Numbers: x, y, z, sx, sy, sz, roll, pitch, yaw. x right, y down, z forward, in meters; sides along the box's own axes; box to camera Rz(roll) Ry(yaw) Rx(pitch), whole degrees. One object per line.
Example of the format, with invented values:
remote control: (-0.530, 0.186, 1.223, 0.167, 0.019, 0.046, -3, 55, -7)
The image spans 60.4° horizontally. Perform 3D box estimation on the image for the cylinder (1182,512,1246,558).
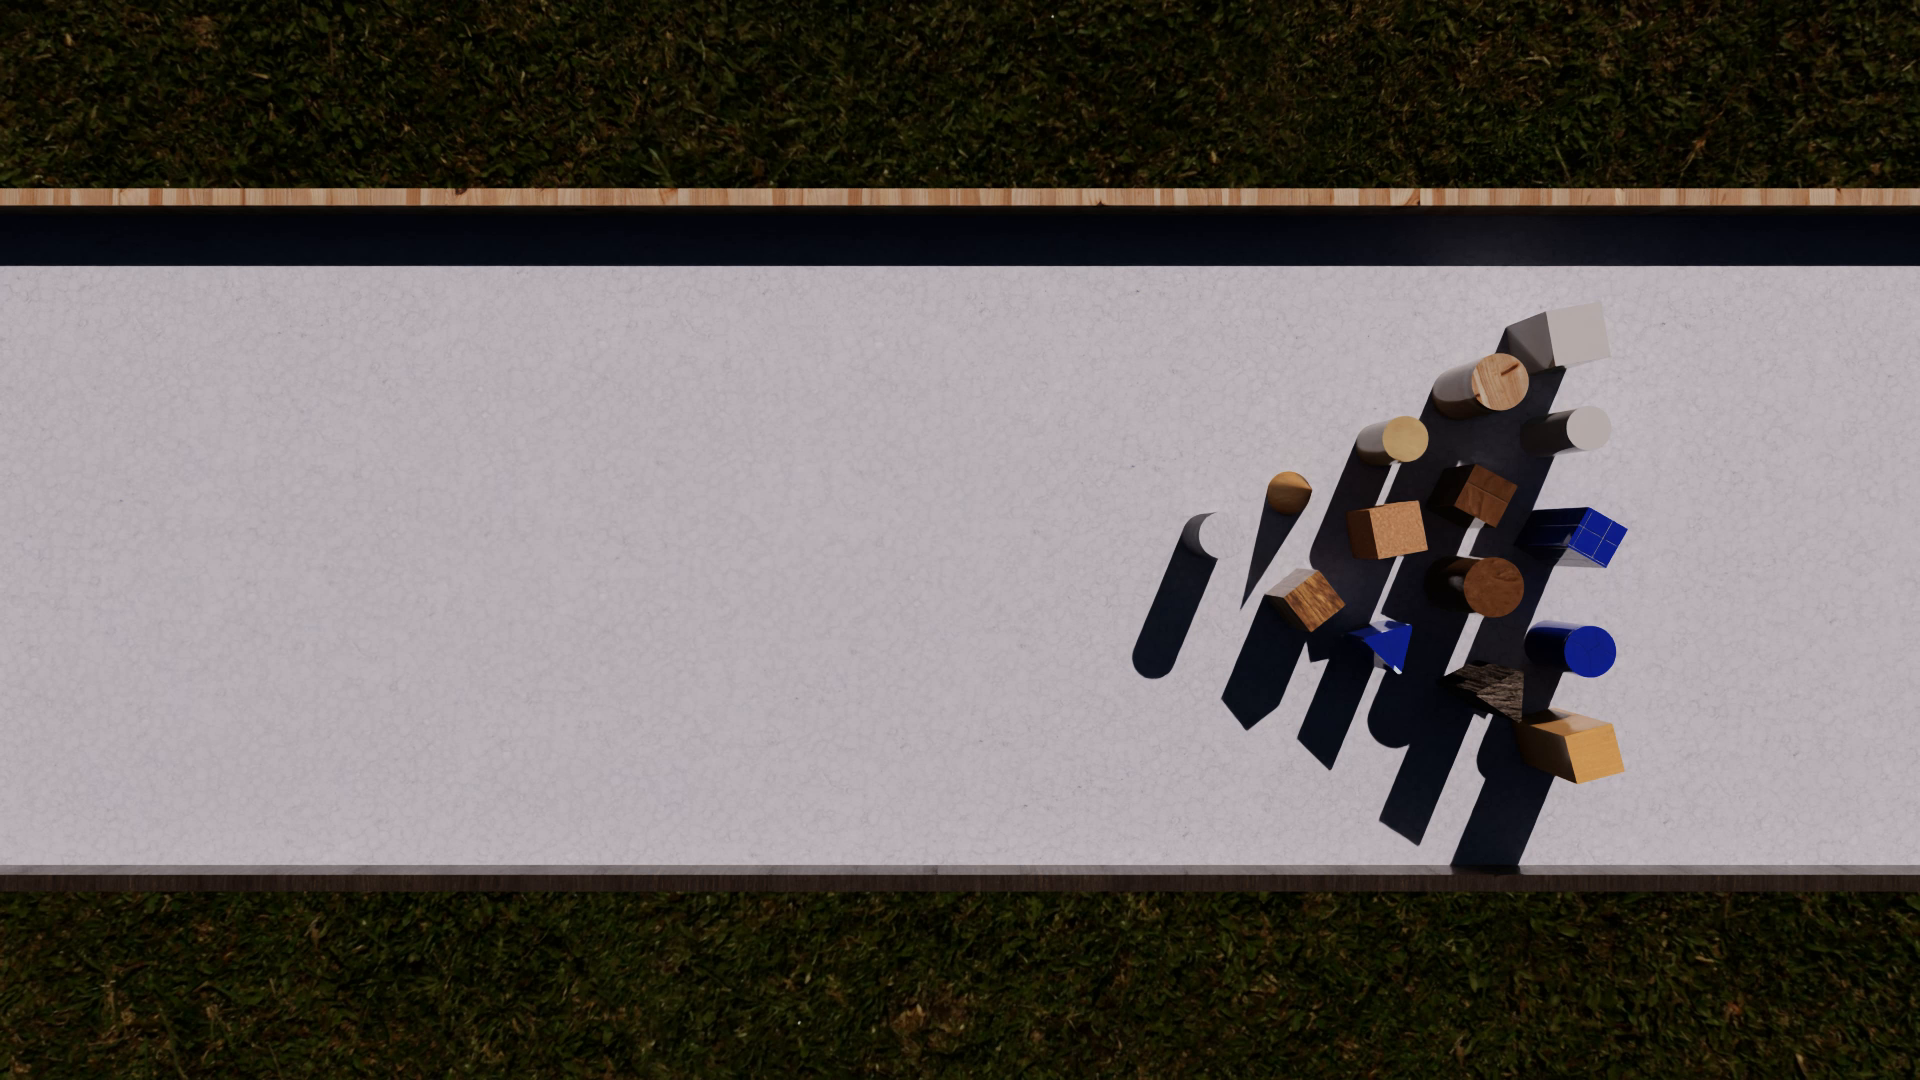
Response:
cylinder: (0.751, -0.014, 4.899, 0.135, 0.356, 0.135, 0, 90, 0)

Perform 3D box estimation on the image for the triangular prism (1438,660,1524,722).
triangular prism: (1.561, 0.424, 4.876, 0.147, 0.402, 0.128, 33, 90, 0)

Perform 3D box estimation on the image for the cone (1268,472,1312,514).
cone: (1.012, -0.144, 4.904, 0.135, 0.345, 0.135, 0, 90, 0)

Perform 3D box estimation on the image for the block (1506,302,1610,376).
block: (1.774, -0.591, 4.904, 0.161, 0.345, 0.161, -10, 90, 0)

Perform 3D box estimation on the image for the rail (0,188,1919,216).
rail: (-2.247, -1.025, 5.002, 12.000, 0.150, 0.050, 0, 90, 0)

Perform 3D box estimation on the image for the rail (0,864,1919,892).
rail: (-2.247, 1.025, 5.001, 12.000, 0.150, 0.050, 0, 90, 0)

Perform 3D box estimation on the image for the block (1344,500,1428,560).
block: (1.269, -0.029, 4.924, 0.146, 0.305, 0.146, -11, 90, 0)

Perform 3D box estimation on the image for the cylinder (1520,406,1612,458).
cylinder: (1.787, -0.318, 4.881, 0.128, 0.391, 0.128, 0, 90, 0)

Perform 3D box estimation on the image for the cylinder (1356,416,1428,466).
cylinder: (1.283, -0.291, 4.913, 0.133, 0.326, 0.133, 0, 90, 0)

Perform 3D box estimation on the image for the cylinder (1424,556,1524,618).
cylinder: (1.514, 0.134, 4.876, 0.172, 0.400, 0.172, 0, 90, 0)

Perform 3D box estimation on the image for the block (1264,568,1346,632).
block: (1.026, 0.177, 4.923, 0.128, 0.306, 0.128, -38, 90, 0)

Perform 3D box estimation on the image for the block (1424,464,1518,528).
block: (1.520, -0.128, 4.922, 0.137, 0.308, 0.137, 28, 90, 0)

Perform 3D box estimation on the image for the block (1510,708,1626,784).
block: (1.779, 0.600, 4.849, 0.139, 0.455, 0.139, -15, 90, 0)

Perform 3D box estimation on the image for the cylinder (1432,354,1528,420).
cylinder: (1.533, -0.449, 4.878, 0.163, 0.396, 0.163, 0, 90, 0)

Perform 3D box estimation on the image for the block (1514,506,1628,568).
block: (1.788, -0.007, 4.851, 0.126, 0.450, 0.126, 30, 90, 0)

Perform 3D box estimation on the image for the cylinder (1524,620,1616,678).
cylinder: (1.811, 0.321, 4.908, 0.150, 0.338, 0.150, 0, 90, 0)

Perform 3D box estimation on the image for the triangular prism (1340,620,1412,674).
triangular prism: (1.264, 0.292, 4.924, 0.145, 0.305, 0.125, 44, 90, 0)
